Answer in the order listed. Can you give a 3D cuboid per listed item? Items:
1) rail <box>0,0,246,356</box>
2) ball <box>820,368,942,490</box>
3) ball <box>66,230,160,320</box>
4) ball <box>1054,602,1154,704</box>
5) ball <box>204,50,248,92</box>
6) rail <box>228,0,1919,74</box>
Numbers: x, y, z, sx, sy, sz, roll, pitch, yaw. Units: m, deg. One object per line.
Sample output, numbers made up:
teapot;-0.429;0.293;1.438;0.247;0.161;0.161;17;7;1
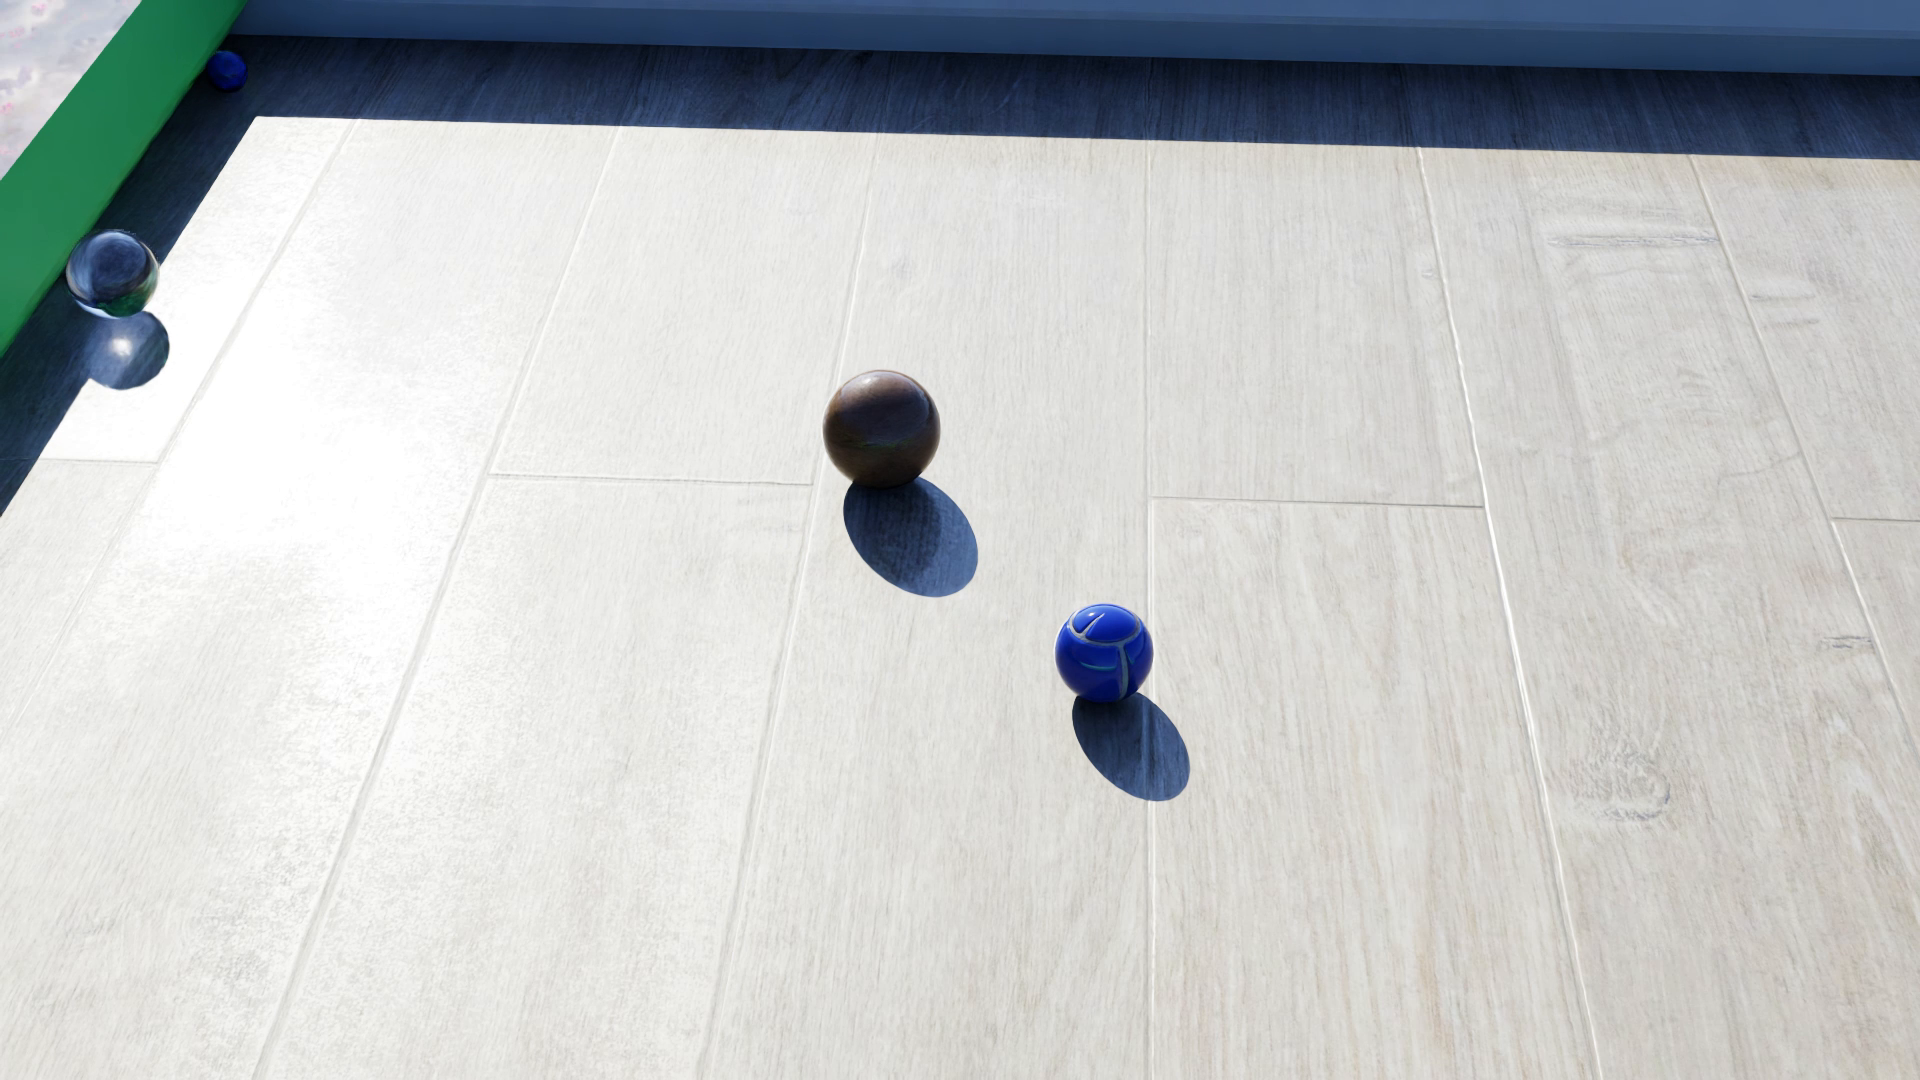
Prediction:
rail;-0.770;-0.049;1.830;0.045;0.122;1.779;2;35;3
ball;-0.059;-0.082;1.907;0.090;0.090;0.090;0;35;0
ball;-0.698;-0.218;2.113;0.073;0.073;0.073;0;35;0
ball;0.095;0.075;1.704;0.067;0.067;0.067;0;35;0
ball;-0.706;-0.451;2.471;0.040;0.040;0.040;0;35;0
rail;0.844;-0.495;2.461;3.178;0.122;0.045;2;35;3
